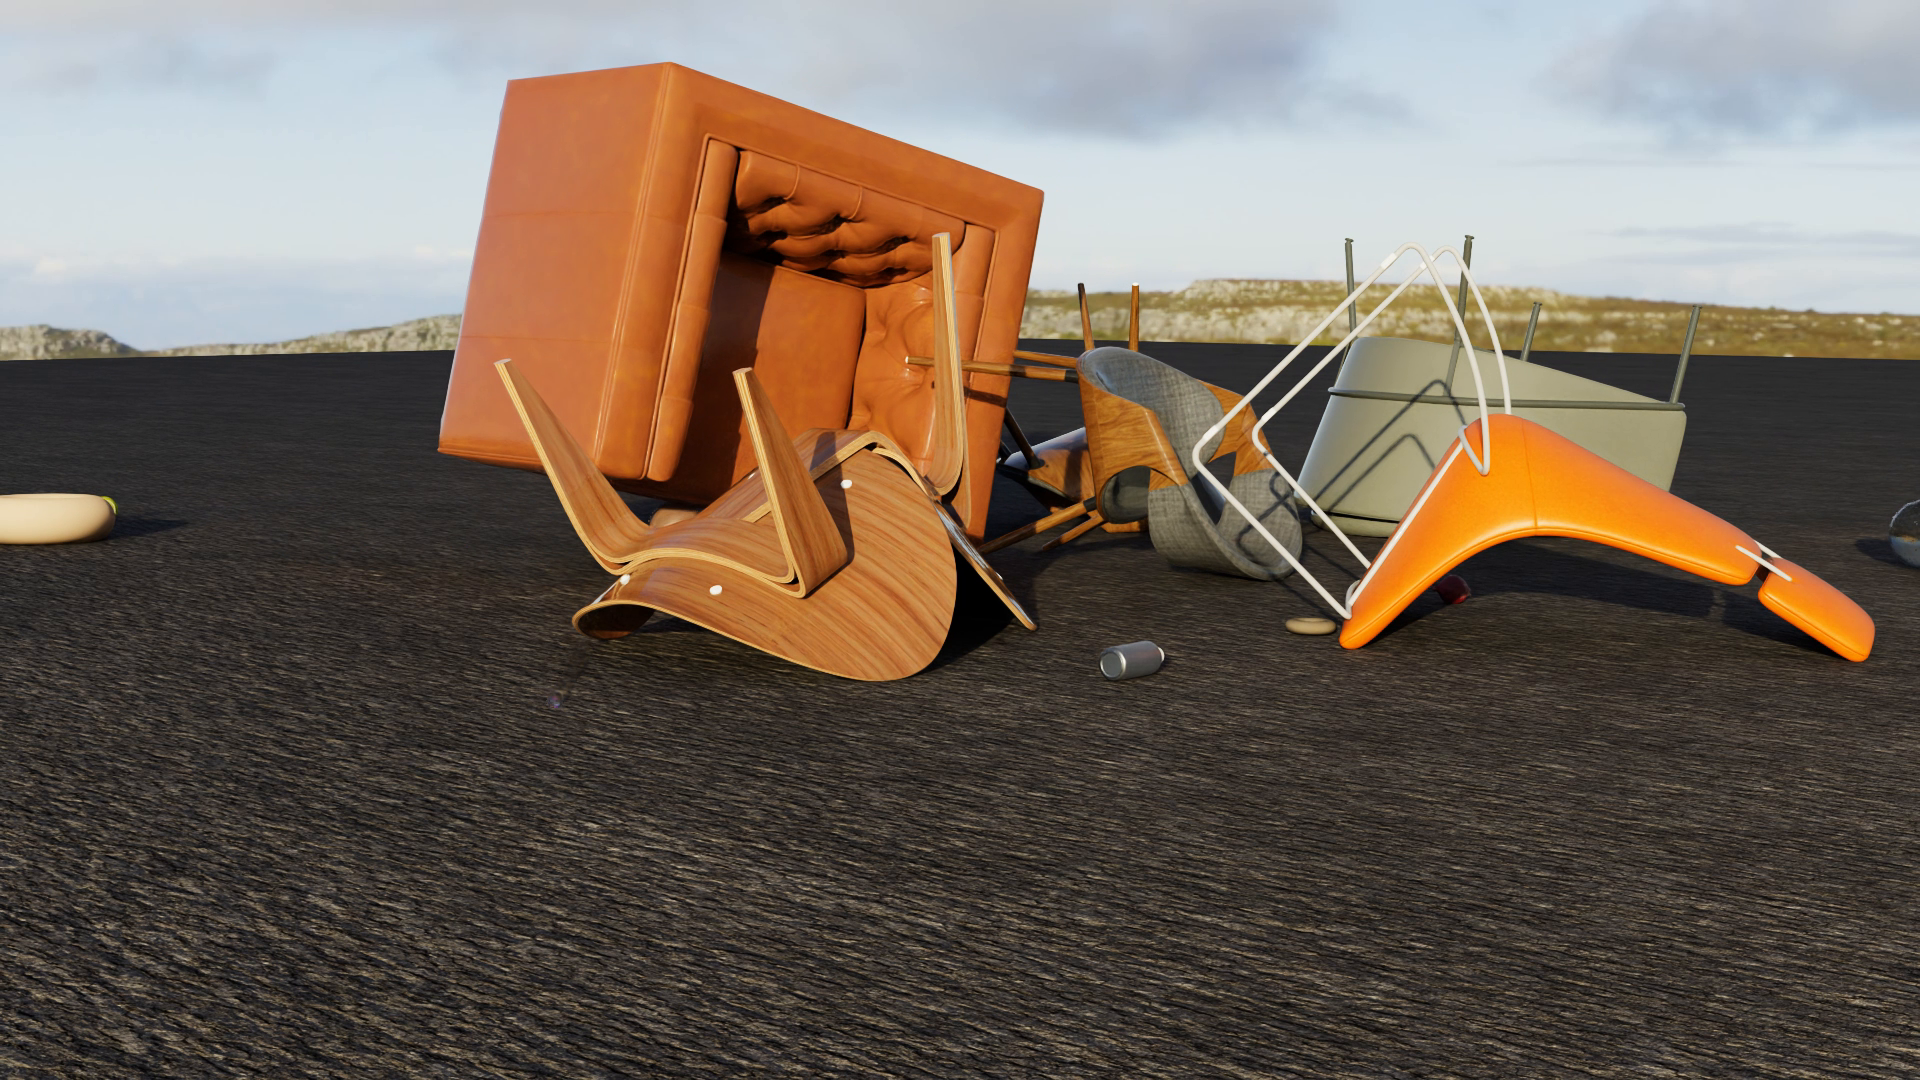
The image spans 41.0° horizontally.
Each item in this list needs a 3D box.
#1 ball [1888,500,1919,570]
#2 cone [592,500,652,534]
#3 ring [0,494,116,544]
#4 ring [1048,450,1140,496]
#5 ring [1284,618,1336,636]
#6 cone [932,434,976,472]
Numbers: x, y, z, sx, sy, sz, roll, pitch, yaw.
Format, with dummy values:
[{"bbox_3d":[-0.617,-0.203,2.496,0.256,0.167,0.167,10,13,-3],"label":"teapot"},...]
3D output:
[{"bbox_3d":[2.165,-0.012,5.746,0.160,0.160,0.160,0,6,0],"label":"ball"},{"bbox_3d":[-0.858,-0.040,6.580,0.156,0.090,0.105,16,23,-11],"label":"cone"},{"bbox_3d":[-2.274,-0.052,6.377,0.333,0.114,0.288,-1,5,-13],"label":"ring"},{"bbox_3d":[0.409,-0.202,7.810,0.279,0.116,0.448,-2,7,-4],"label":"ring"},{"bbox_3d":[0.649,0.160,4.744,0.091,0.025,0.102,-3,6,-32],"label":"ring"},{"bbox_3d":[-0.005,-0.264,8.657,0.161,0.183,0.092,-3,52,-31],"label":"cone"}]
